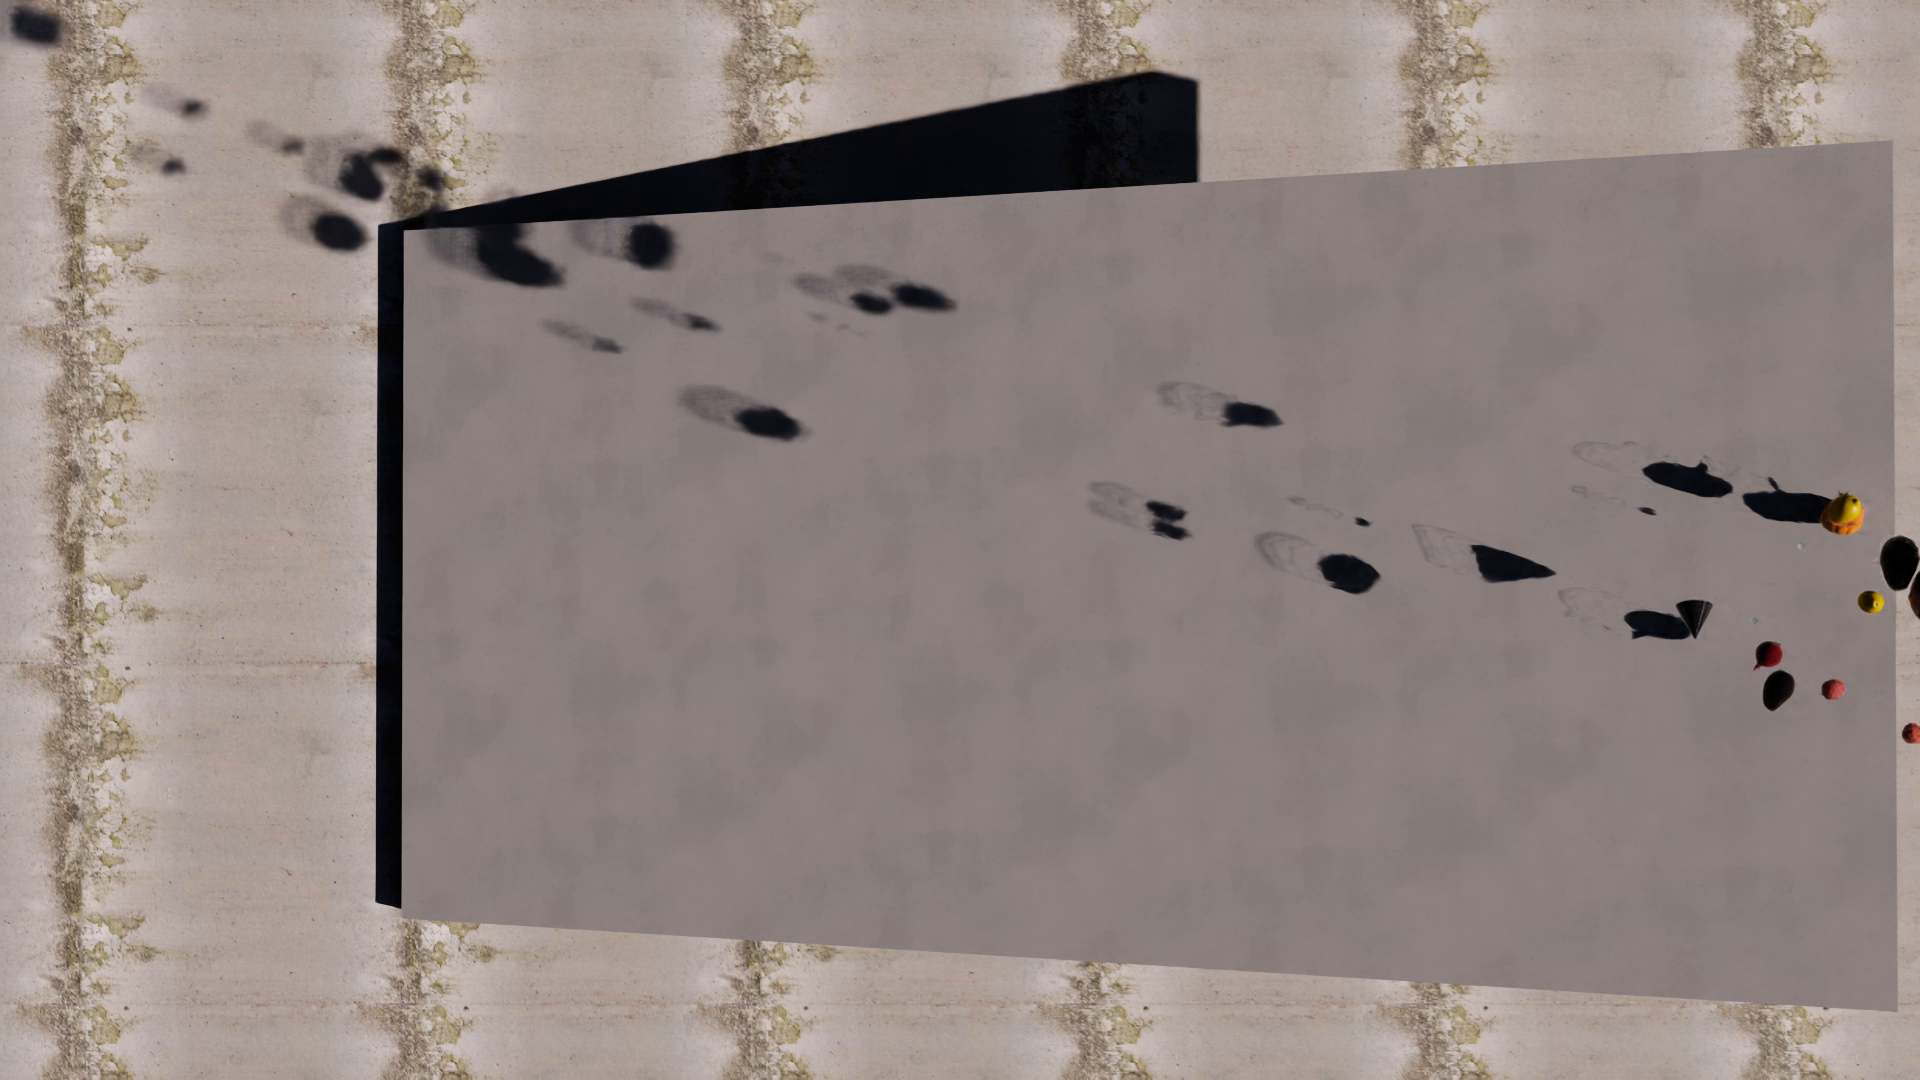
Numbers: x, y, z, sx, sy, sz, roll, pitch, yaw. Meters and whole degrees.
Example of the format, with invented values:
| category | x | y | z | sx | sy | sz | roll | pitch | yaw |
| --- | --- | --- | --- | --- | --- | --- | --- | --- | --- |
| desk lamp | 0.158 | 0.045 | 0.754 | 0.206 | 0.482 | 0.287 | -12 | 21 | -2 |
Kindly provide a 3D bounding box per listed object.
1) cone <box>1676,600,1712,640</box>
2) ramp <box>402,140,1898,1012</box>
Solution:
| category | x | y | z | sx | sy | sz | roll | pitch | yaw |
| --- | --- | --- | --- | --- | --- | --- | --- | --- | --- |
| cone | 1.674 | 0.189 | 5.009 | 0.081 | 0.081 | 0.081 | 6 | 69 | 0 |
| ramp | 0.280 | 0.090 | 5.766 | 4.000 | 0.100 | 2.000 | 0 | 89 | 20 |
